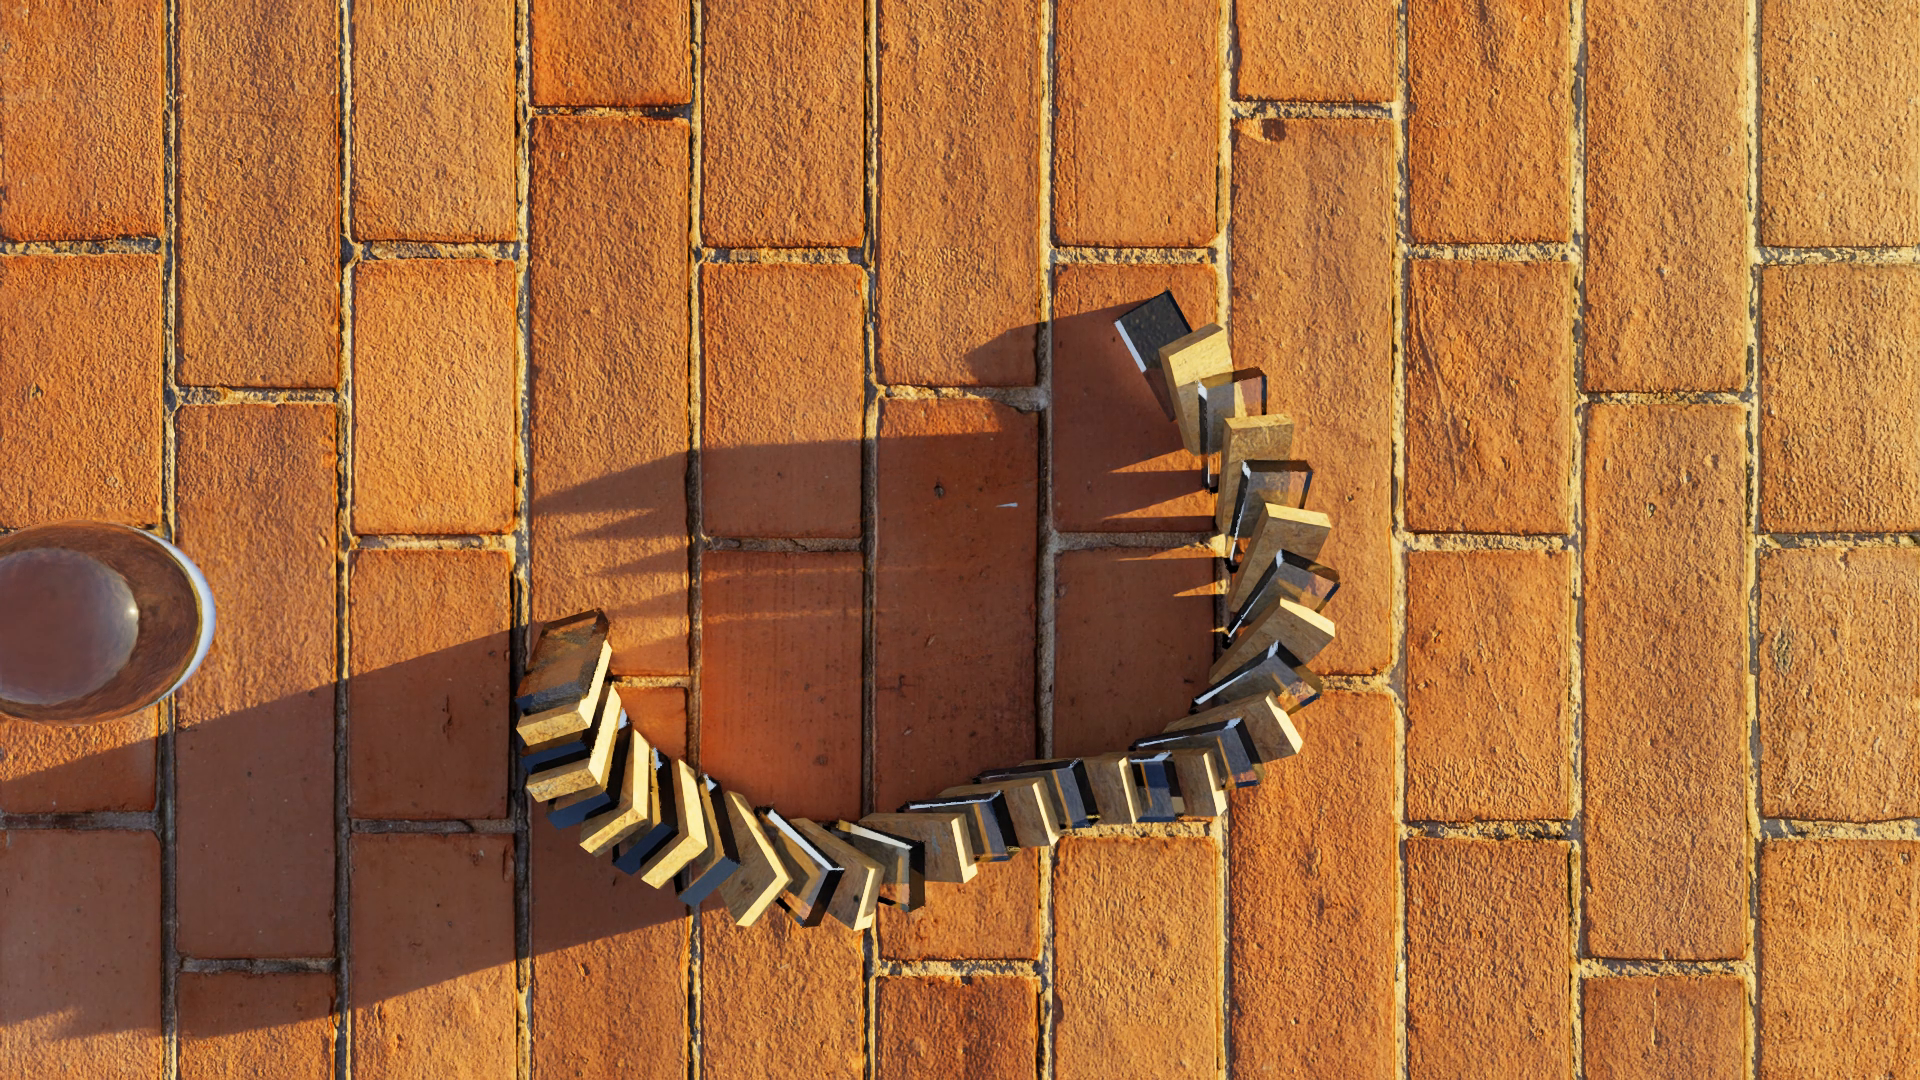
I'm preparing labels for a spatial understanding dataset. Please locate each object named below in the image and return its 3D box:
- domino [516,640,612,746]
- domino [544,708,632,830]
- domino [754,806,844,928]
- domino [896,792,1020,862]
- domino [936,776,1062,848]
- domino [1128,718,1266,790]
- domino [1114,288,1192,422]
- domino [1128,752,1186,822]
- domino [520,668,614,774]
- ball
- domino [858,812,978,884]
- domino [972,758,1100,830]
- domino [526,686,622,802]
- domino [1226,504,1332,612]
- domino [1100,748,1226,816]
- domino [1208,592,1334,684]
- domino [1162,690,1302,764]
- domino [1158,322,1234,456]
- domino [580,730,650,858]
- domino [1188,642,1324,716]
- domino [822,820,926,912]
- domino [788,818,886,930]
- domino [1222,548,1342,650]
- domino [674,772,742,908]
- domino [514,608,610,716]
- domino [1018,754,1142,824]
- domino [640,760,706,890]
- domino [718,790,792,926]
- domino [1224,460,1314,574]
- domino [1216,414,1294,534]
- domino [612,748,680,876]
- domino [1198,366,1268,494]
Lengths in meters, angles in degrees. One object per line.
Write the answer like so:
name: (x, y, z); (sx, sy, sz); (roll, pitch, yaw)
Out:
domino: (-0.161, 0.060, 0.376); (0.025, 0.050, 0.009); (-17, 122, 0)
domino: (-0.151, 0.093, 0.376); (0.025, 0.050, 0.009); (-21, 121, 0)
domino: (-0.072, 0.135, 0.381); (0.050, 0.010, 0.025); (24, 90, 38)
domino: (-0.001, 0.121, 0.382); (0.050, 0.010, 0.025); (-17, 90, 34)
domino: (0.016, 0.115, 0.382); (0.050, 0.010, 0.025); (-17, 90, 35)
domino: (0.098, 0.092, 0.381); (0.050, 0.009, 0.025); (-23, 91, 37)
domino: (0.090, -0.079, 0.395); (0.025, 0.009, 0.050); (-29, 90, 0)
domino: (0.066, 0.103, 0.381); (0.050, 0.010, 0.025); (-13, 90, 37)
domino: (-0.160, 0.072, 0.376); (0.025, 0.050, 0.010); (-17, 122, 0)
ball: (-0.343, 0.032, 0.360); (0.080, 0.080, 0.080); (0, 90, 0)
domino: (-0.018, 0.128, 0.382); (0.050, 0.009, 0.025); (-12, 90, 35)
domino: (0.031, 0.107, 0.382); (0.050, 0.010, 0.025); (-17, 90, 35)
domino: (-0.157, 0.082, 0.376); (0.025, 0.050, 0.010); (-16, 122, 0)
domino: (0.132, 0.010, 0.382); (0.025, 0.010, 0.050); (10, 126, 0)
domino: (0.082, 0.101, 0.381); (0.050, 0.009, 0.025); (-13, 91, 37)
domino: (0.129, 0.047, 0.382); (0.025, 0.010, 0.050); (30, 126, 0)
domino: (0.112, 0.082, 0.381); (0.050, 0.010, 0.025); (-30, 91, 37)
domino: (0.101, -0.062, 0.382); (0.025, 0.010, 0.050); (-27, 125, -2)
domino: (-0.141, 0.103, 0.376); (0.025, 0.050, 0.009); (-35, 121, 0)
domino: (0.122, 0.066, 0.381); (0.025, 0.010, 0.050); (42, 128, 0)
domino: (-0.036, 0.134, 0.380); (0.050, 0.010, 0.025); (-1, 90, 40)
domino: (-0.055, 0.138, 0.381); (0.050, 0.010, 0.025); (15, 91, 39)
domino: (0.133, 0.029, 0.382); (0.025, 0.010, 0.050); (22, 125, 0)
domino: (-0.107, 0.122, 0.377); (0.025, 0.050, 0.010); (-42, 126, 0)
domino: (-0.162, 0.049, 0.376); (0.025, 0.050, 0.009); (-17, 122, 0)
domino: (0.049, 0.104, 0.382); (0.050, 0.010, 0.025); (-13, 90, 35)
domino: (-0.119, 0.115, 0.376); (0.025, 0.050, 0.009); (-42, 121, 0)
domino: (-0.091, 0.131, 0.380); (0.025, 0.010, 0.050); (-49, 48, 1)
domino: (0.128, -0.009, 0.382); (0.025, 0.010, 0.050); (0, 124, 0)
domino: (0.122, -0.027, 0.382); (0.025, 0.010, 0.050); (-5, 123, 0)
domino: (-0.130, 0.110, 0.376); (0.025, 0.050, 0.010); (-42, 121, 0)
domino: (0.114, -0.045, 0.382); (0.025, 0.010, 0.050); (-13, 123, -1)
